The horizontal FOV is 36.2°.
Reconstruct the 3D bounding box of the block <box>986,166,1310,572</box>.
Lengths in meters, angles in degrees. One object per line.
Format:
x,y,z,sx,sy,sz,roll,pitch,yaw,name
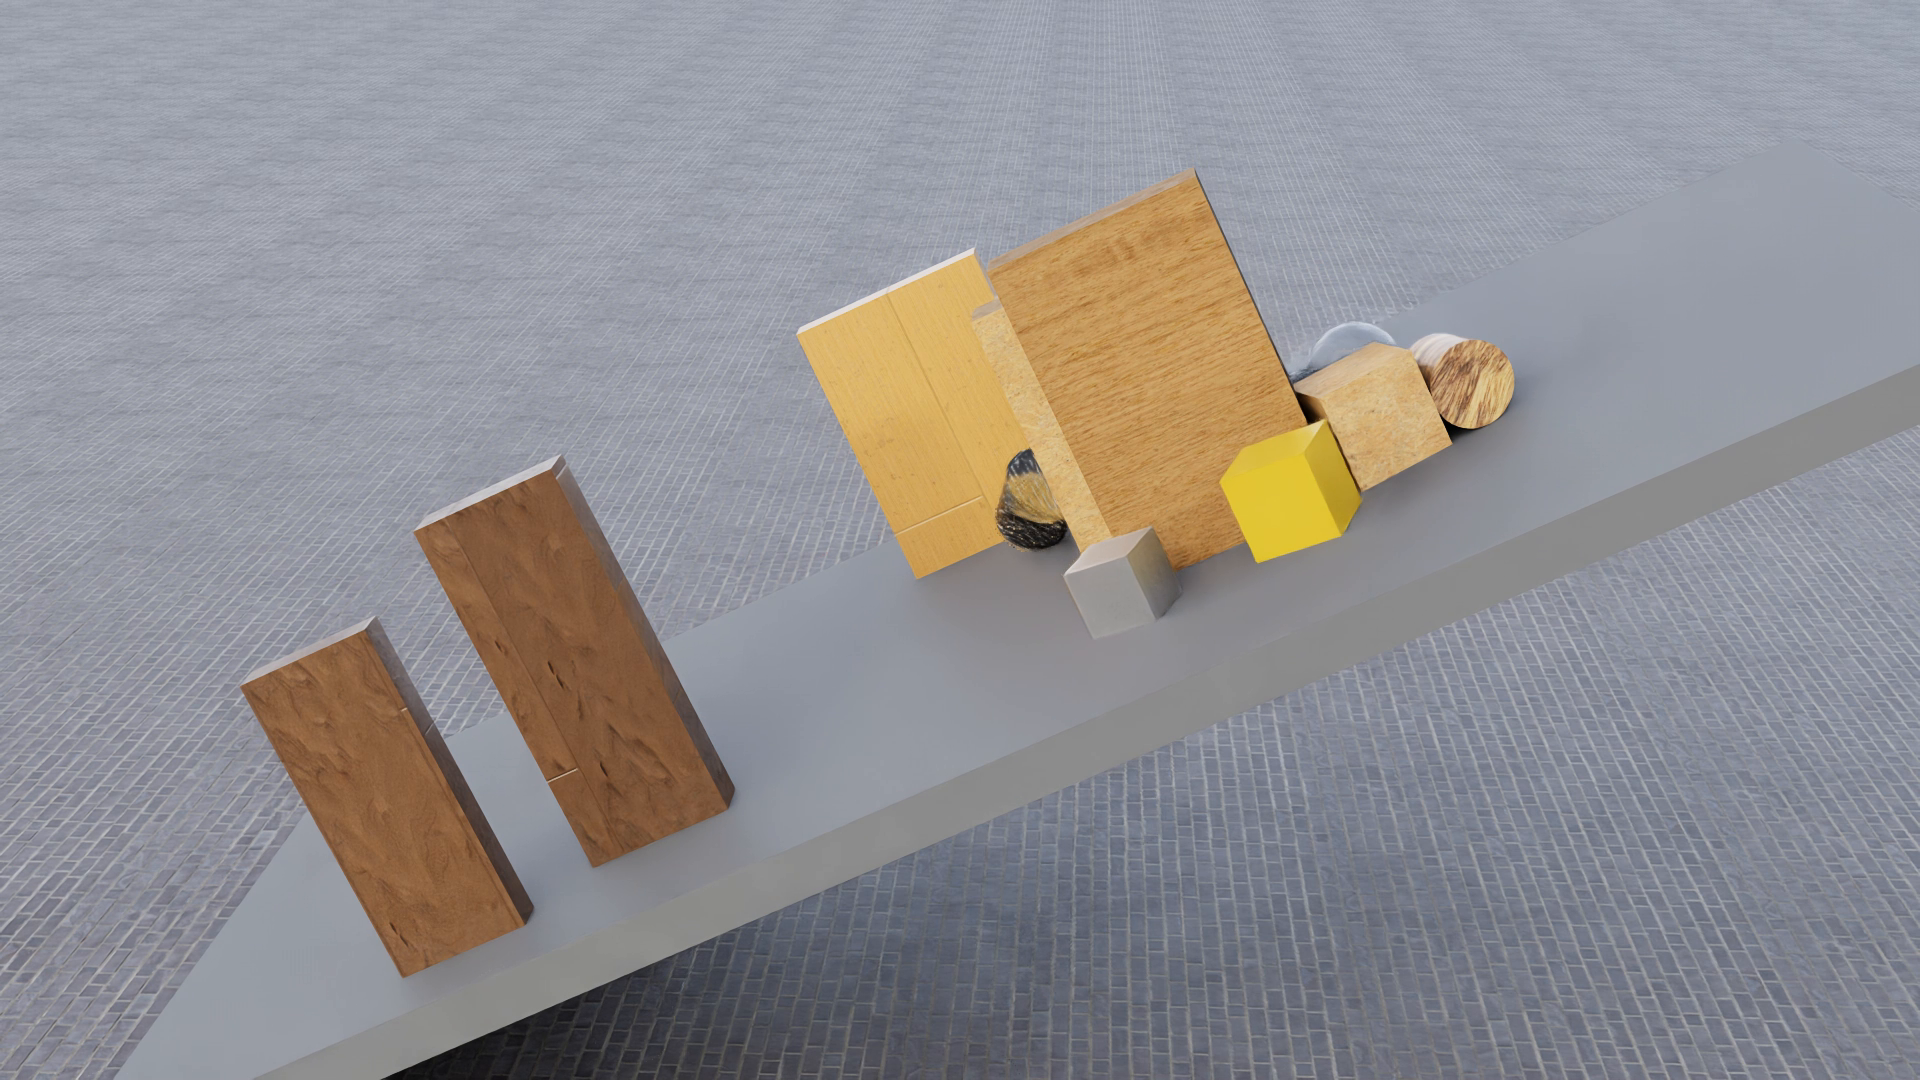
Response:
0.409,-0.320,5.865,0.447,0.711,0.127,-24,13,9,block

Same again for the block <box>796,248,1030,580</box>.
-0.033,-0.287,6.740,0.444,0.635,0.084,-24,13,9,block

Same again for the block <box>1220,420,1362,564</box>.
0.645,-0.095,5.720,0.181,0.181,0.181,-19,15,27,block

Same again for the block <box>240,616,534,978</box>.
-1.099,0.498,5.665,0.271,0.657,0.092,-24,13,9,block

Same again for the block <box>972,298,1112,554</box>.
0.290,-0.281,6.229,0.311,0.579,0.143,-24,13,9,block

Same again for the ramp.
0.135,0.169,6.282,4.000,0.100,2.000,-24,13,9,ramp

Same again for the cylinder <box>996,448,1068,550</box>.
0.171,-0.090,6.485,0.164,0.164,0.164,4,57,-6,cylinder

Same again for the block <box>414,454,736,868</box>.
-0.751,0.241,5.773,0.300,0.761,0.119,-24,13,9,block

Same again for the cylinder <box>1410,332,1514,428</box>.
1.001,-0.323,5.938,0.177,0.177,0.177,-3,9,-12,cylinder

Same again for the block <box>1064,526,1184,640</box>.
0.318,0.084,5.722,0.146,0.146,0.146,-18,15,32,block

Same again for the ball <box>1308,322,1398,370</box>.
0.850,-0.364,6.316,0.207,0.207,0.207,0,16,0,ball

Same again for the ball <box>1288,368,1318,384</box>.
0.734,-0.276,6.182,0.168,0.168,0.168,0,16,0,ball

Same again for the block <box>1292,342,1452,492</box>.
0.821,-0.250,5.923,0.210,0.210,0.210,-28,13,-7,block
